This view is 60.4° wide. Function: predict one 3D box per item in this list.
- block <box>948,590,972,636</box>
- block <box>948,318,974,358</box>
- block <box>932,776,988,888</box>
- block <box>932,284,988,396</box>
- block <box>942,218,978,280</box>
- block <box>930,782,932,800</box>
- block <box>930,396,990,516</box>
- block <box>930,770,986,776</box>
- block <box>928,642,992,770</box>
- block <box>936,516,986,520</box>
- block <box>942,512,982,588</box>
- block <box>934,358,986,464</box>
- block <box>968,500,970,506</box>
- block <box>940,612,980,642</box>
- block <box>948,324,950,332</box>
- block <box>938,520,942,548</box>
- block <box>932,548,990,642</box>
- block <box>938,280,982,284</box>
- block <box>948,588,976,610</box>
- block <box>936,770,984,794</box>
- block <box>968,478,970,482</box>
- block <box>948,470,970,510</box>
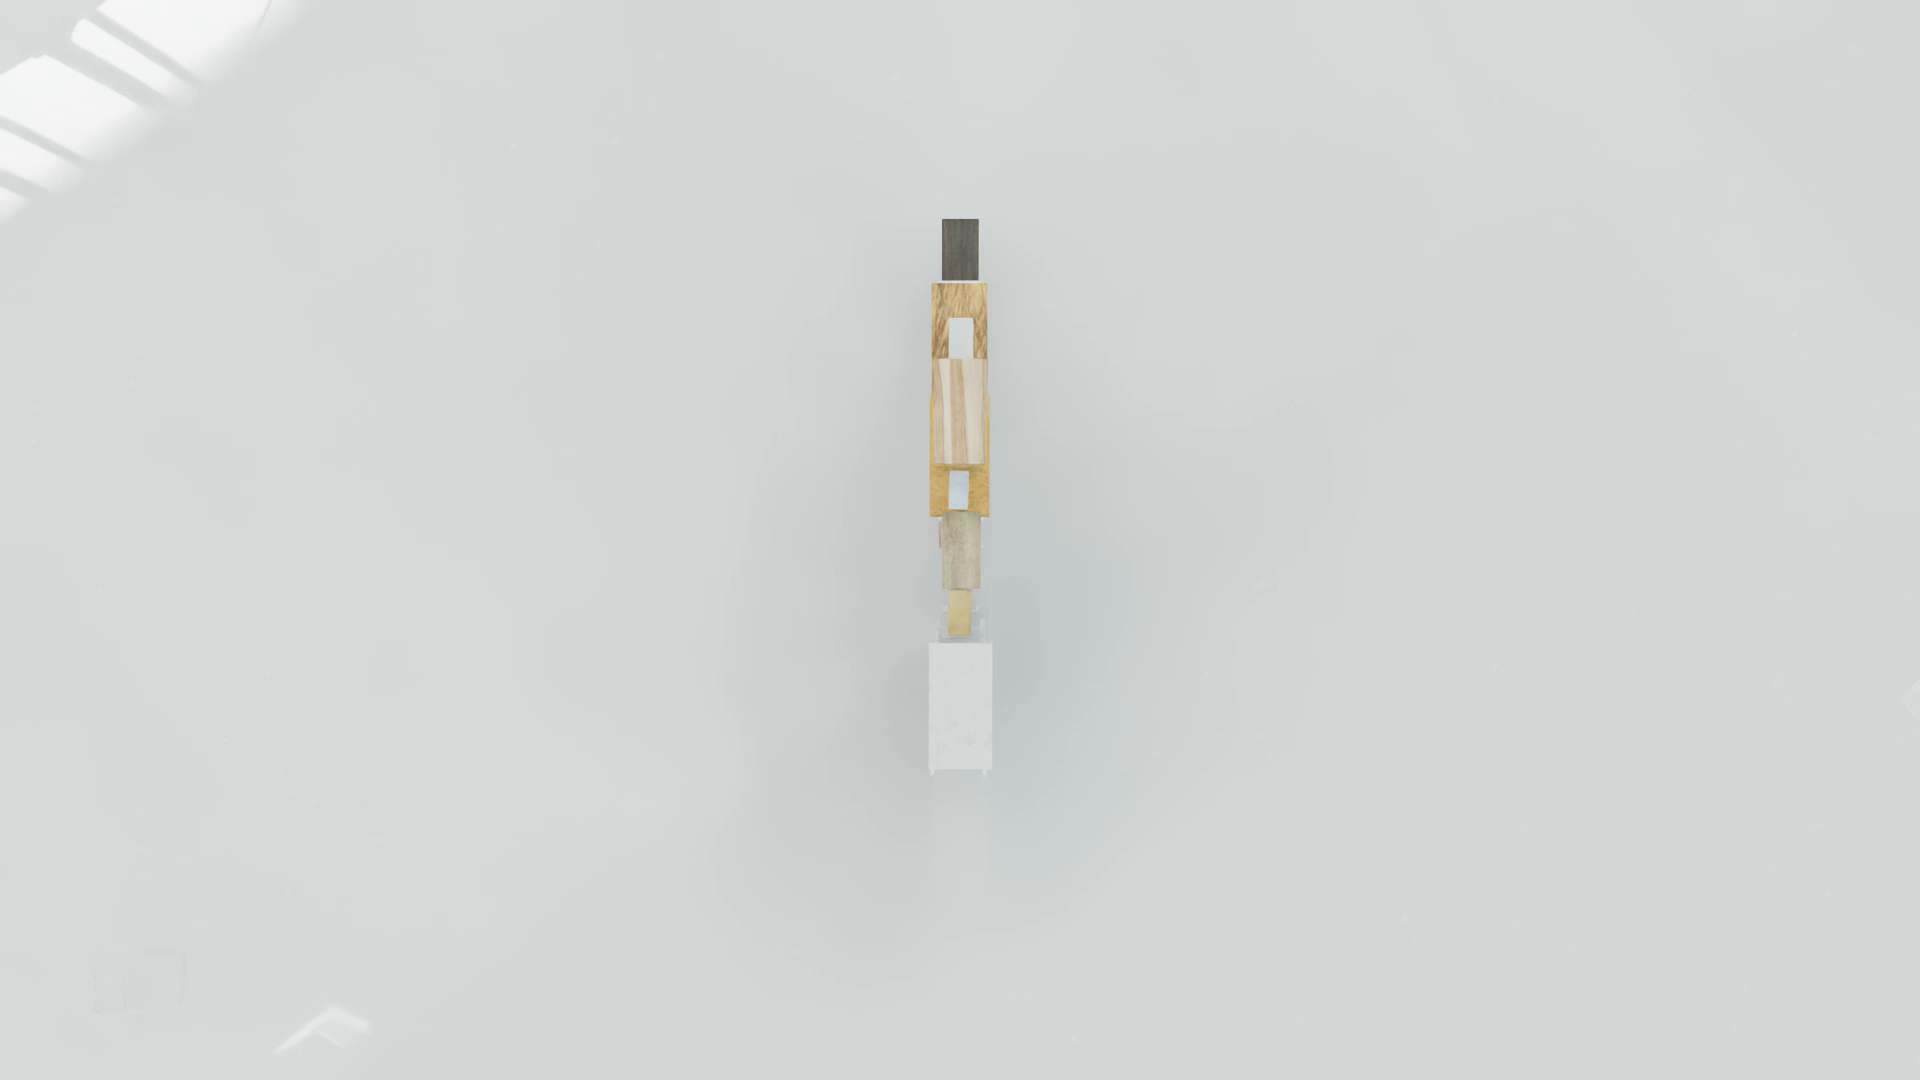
[{"bbox_3d":[0.000,0.195,4.412,0.062,0.017,0.123,0,90,0],"label":"block"},{"bbox_3d":[0.003,-0.518,4.326,0.063,0.018,0.127,0,90,0],"label":"block"},{"bbox_3d":[-0.002,0.857,4.875,0.163,0.046,0.326,0,91,0],"label":"block"},{"bbox_3d":[-0.002,-0.544,4.484,0.151,0.043,0.302,0,90,0],"label":"block"},{"bbox_3d":[0.001,-0.902,5.248,0.117,0.033,0.235,0,90,0],"label":"block"},{"bbox_3d":[-0.006,0.748,5.060,0.163,0.326,0.046,1,91,0],"label":"block"},{"bbox_3d":[-0.001,-0.226,4.460,0.162,0.046,0.324,0,90,0],"label":"block"},{"bbox_3d":[-0.002,0.523,4.834,0.163,0.046,0.326,0,90,0],"label":"block"},{"bbox_3d":[0.002,0.418,4.170,0.159,0.045,0.318,0,90,0],"label":"block"},{"bbox_3d":[0.003,-0.220,5.168,0.155,0.044,0.310,0,90,0],"label":"block"},{"bbox_3d":[0.004,0.027,4.404,0.102,0.029,0.204,0,90,0],"label":"block"},{"bbox_3d":[0.001,-0.323,4.154,0.132,0.037,0.265,0,90,0],"label":"block"},{"bbox_3d":[0.000,-0.098,4.387,0.050,0.101,0.014,0,90,0],"label":"block"},{"bbox_3d":[-0.001,0.312,4.560,0.112,0.032,0.224,0,90,0],"label":"block"},{"bbox_3d":[0.003,-0.561,4.399,0.063,0.127,0.018,0,90,0],"label":"block"},{"bbox_3d":[-0.002,0.070,5.221,0.130,0.037,0.260,0,90,0],"label":"block"},{"bbox_3d":[0.001,0.190,4.824,0.167,0.047,0.335,0,90,0],"label":"block"},{"bbox_3d":[0.001,-0.646,4.982,0.134,0.038,0.268,0,90,0],"label":"block"},{"bbox_3d":[0.005,0.120,4.634,0.078,0.022,0.156,0,90,0],"label":"block"},{"bbox_3d":[-0.002,0.560,4.529,0.131,0.037,0.263,0,90,0],"label":"block"},{"bbox_3d":[0.001,-0.165,4.387,0.050,0.101,0.014,0,89,0],"label":"block"},{"bbox_3d":[-0.003,-0.131,4.330,0.050,0.014,0.101,3,90,0],"label":"block"}]
